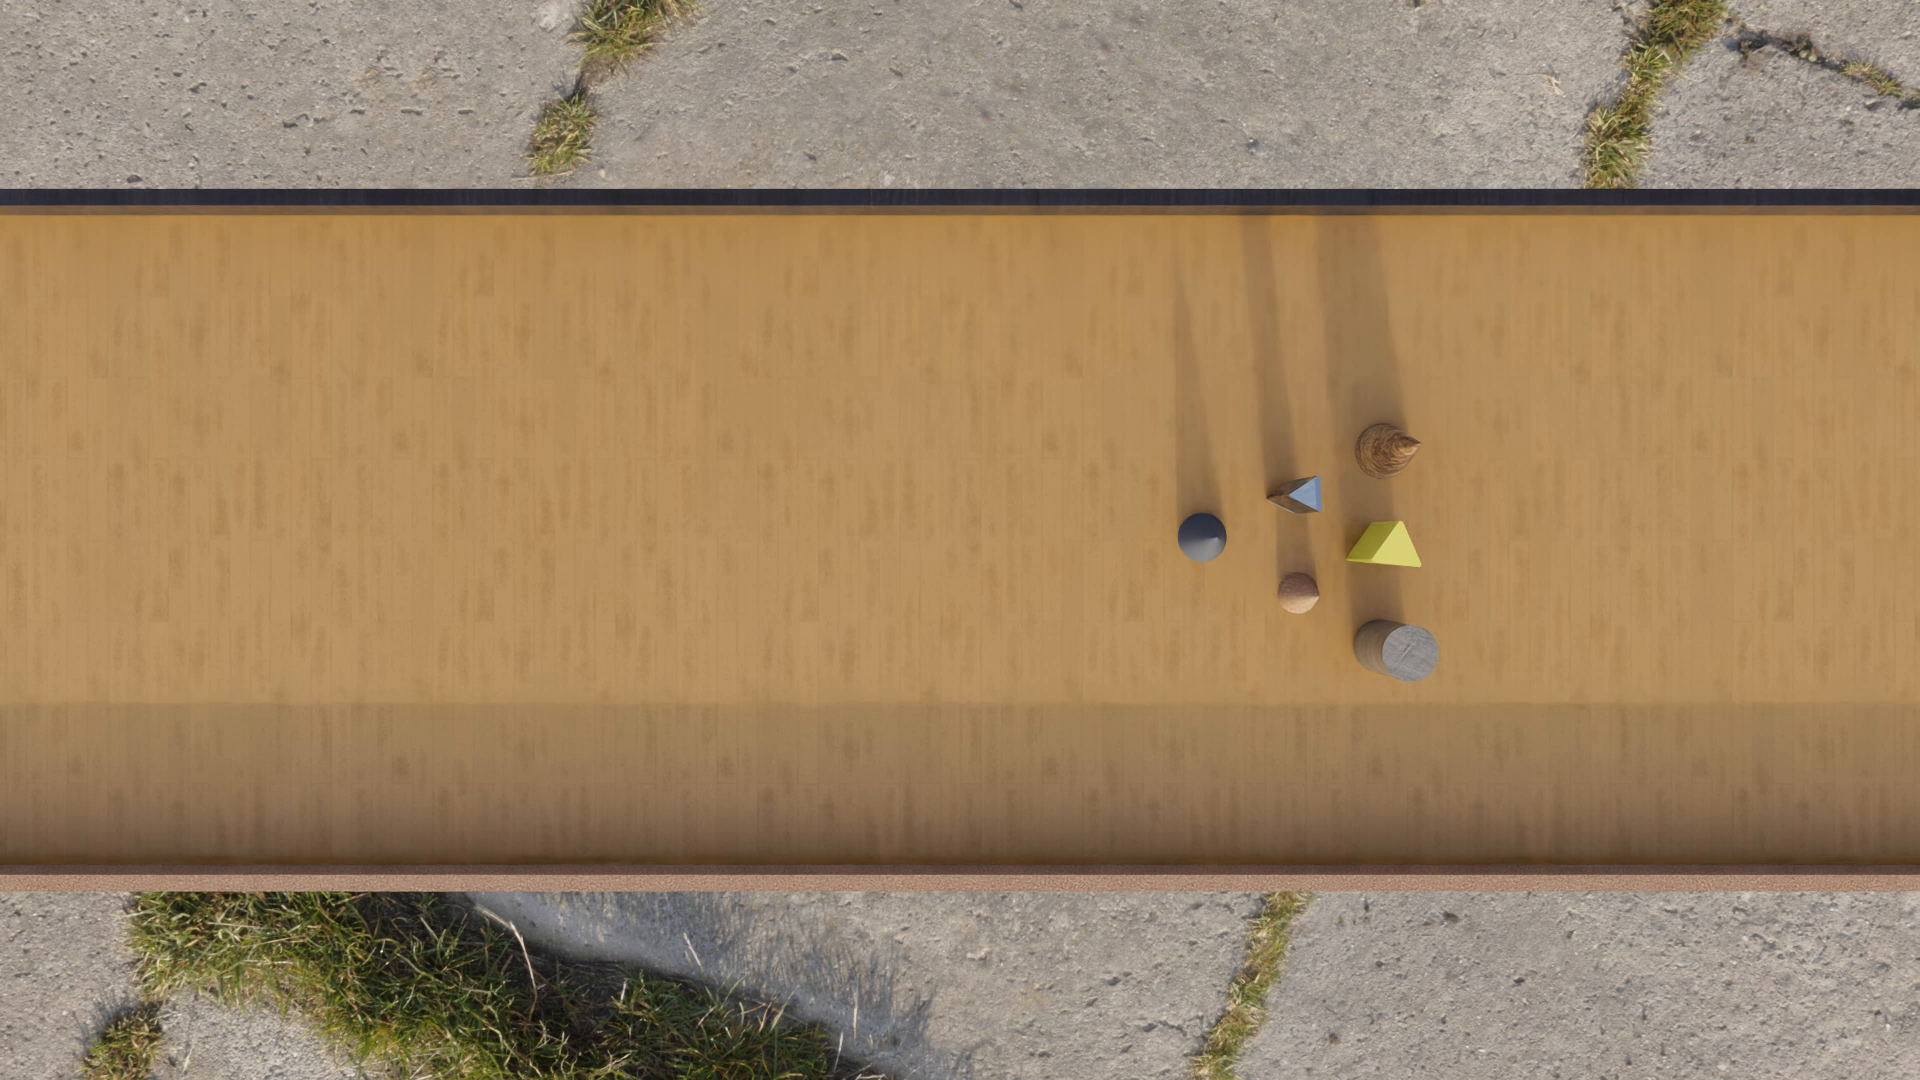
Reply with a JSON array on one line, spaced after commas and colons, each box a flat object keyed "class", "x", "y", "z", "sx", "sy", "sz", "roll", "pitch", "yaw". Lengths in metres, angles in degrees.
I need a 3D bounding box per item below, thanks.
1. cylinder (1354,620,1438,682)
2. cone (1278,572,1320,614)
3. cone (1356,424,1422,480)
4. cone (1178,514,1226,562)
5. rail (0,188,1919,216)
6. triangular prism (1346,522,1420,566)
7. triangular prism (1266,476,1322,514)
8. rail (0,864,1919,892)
[{"class": "cylinder", "x": 1.291, "y": 0.325, "z": 4.901, "sx": 0.163, "sy": 0.350, "sz": 0.163, "roll": 0, "pitch": 90, "yaw": 0}, {"class": "cone", "x": 1.041, "y": 0.163, "z": 4.924, "sx": 0.126, "sy": 0.305, "sz": 0.126, "roll": 0, "pitch": 90, "yaw": 0}, {"class": "cone", "x": 1.302, "y": -0.273, "z": 4.861, "sx": 0.172, "sy": 0.430, "sz": 0.172, "roll": 0, "pitch": 90, "yaw": 0}, {"class": "cone", "x": 0.746, "y": -0.008, "z": 4.923, "sx": 0.151, "sy": 0.307, "sz": 0.151, "roll": 0, "pitch": 90, "yaw": 0}, {"class": "rail", "x": -2.247, "y": -1.025, "z": 5.002, "sx": 12.000, "sy": 0.150, "sz": 0.050, "roll": 0, "pitch": 90, "yaw": 0}, {"class": "triangular prism", "x": 1.266, "y": 0.007, "z": 4.918, "sx": 0.142, "sy": 0.317, "sz": 0.123, "roll": 6, "pitch": 90, "yaw": 0}, {"class": "triangular prism", "x": 1.007, "y": -0.144, "z": 4.896, "sx": 0.102, "sy": 0.361, "sz": 0.088, "roll": 27, "pitch": 90, "yaw": 0}, {"class": "rail", "x": -2.247, "y": 1.025, "z": 5.001, "sx": 12.000, "sy": 0.150, "sz": 0.050, "roll": 0, "pitch": 90, "yaw": 0}]
